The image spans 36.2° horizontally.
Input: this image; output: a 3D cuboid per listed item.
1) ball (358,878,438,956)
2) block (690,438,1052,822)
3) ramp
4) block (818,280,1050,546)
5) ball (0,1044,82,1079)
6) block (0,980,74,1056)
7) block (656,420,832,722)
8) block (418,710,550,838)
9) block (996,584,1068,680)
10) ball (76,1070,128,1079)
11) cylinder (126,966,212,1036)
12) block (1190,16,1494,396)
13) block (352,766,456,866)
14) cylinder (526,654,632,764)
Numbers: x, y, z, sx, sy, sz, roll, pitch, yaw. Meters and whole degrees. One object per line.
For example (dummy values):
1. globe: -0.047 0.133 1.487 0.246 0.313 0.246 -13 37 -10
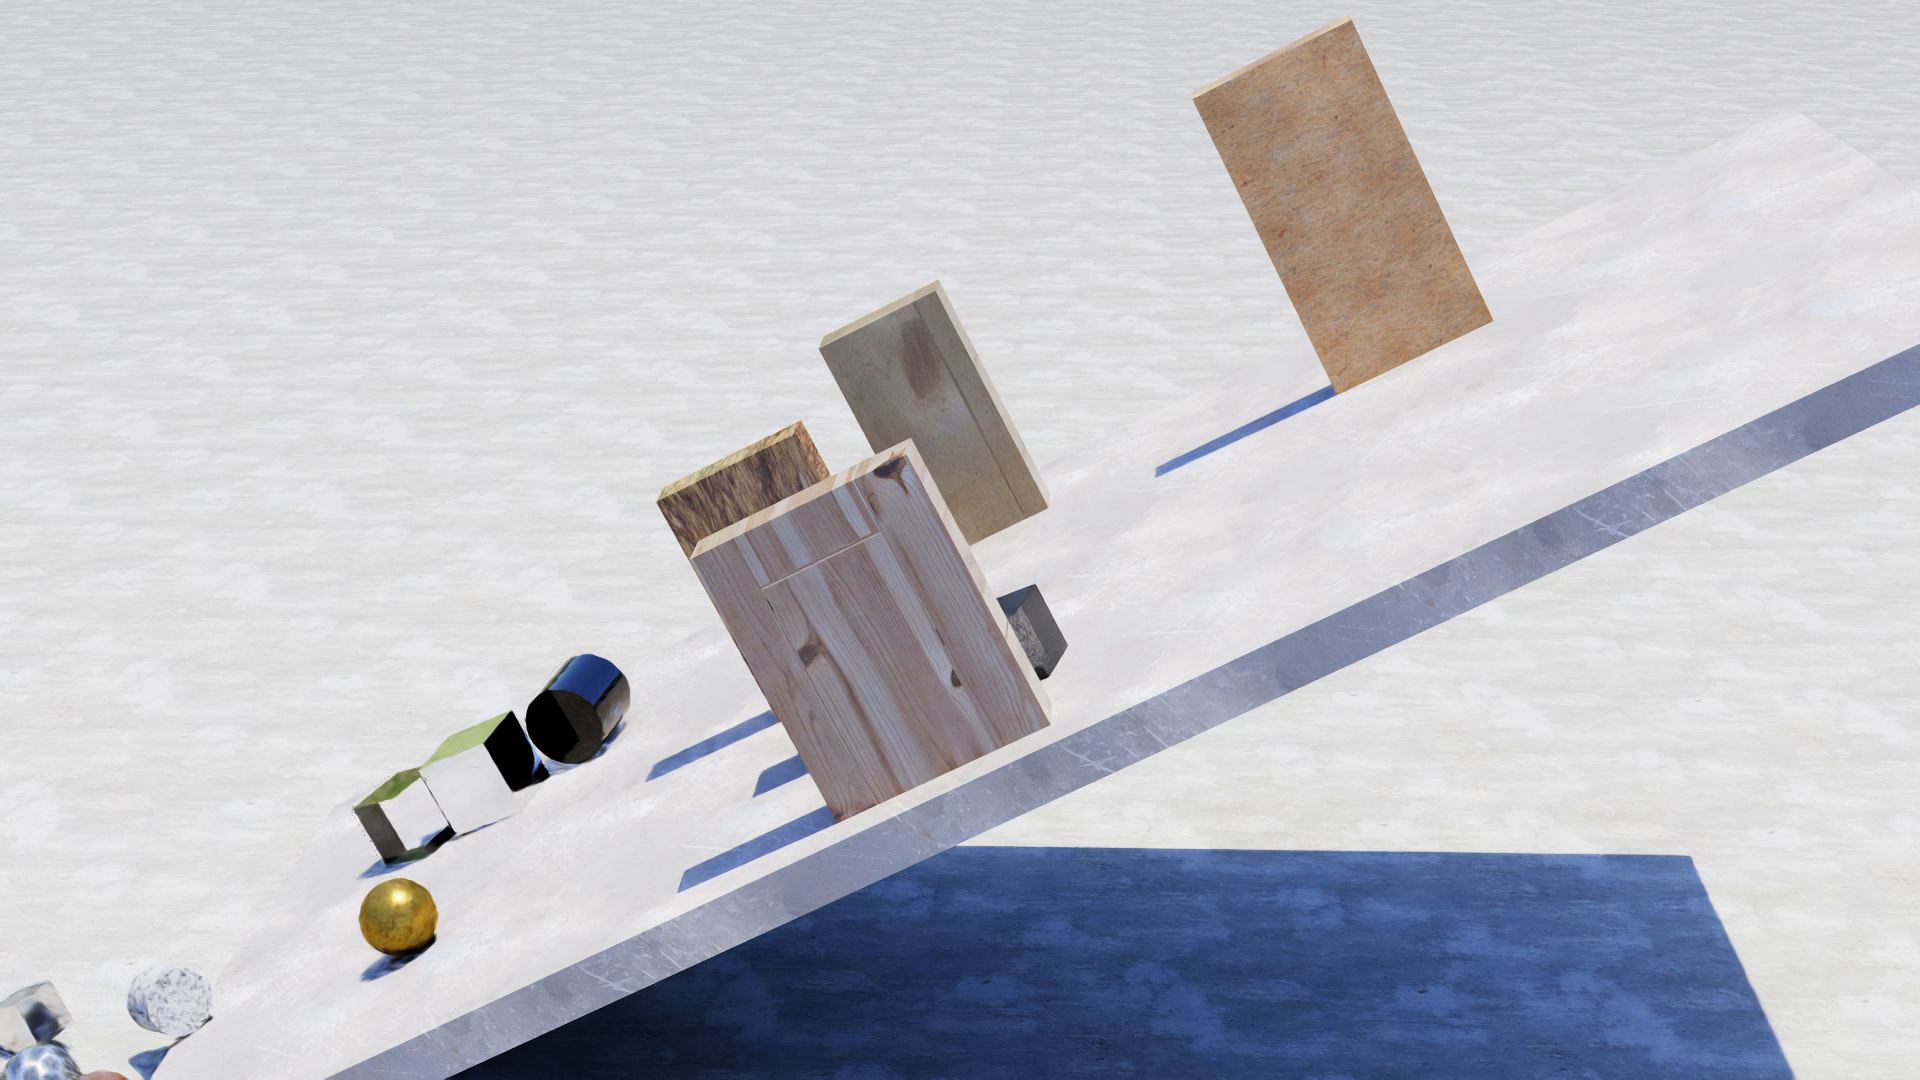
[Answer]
1. ball: -1.150 0.773 6.024 0.159 0.159 0.159 0 17 0
2. block: -0.159 0.170 5.416 0.443 0.574 0.114 -26 14 10
3. ramp: 0.139 0.168 6.281 4.000 0.100 2.000 -26 14 10
4. block: -0.056 -0.274 6.839 0.303 0.574 0.127 -26 14 10
5. ball: -1.908 1.133 6.104 0.170 0.170 0.170 0 17 0
6. block: -2.030 1.043 6.421 0.109 0.109 0.109 -19 13 34
7. block: -0.360 0.069 6.234 0.333 0.547 0.112 -26 14 10
8. block: -1.086 0.533 6.723 0.182 0.182 0.182 -23 15 21
9. block: 0.099 0.198 5.731 0.143 0.143 0.143 -21 15 25
10. ball: -1.684 1.123 5.762 0.167 0.167 0.167 0 17 0
11. cylinder: -1.701 0.990 6.329 0.143 0.143 0.143 -12 2 -34
12. block: 0.836 -0.727 6.424 0.376 0.733 0.091 -26 14 10
13. block: -1.256 0.629 6.753 0.158 0.158 0.158 -16 18 41
14. cylinder: -0.884 0.391 6.818 0.190 0.190 0.190 4 24 13
